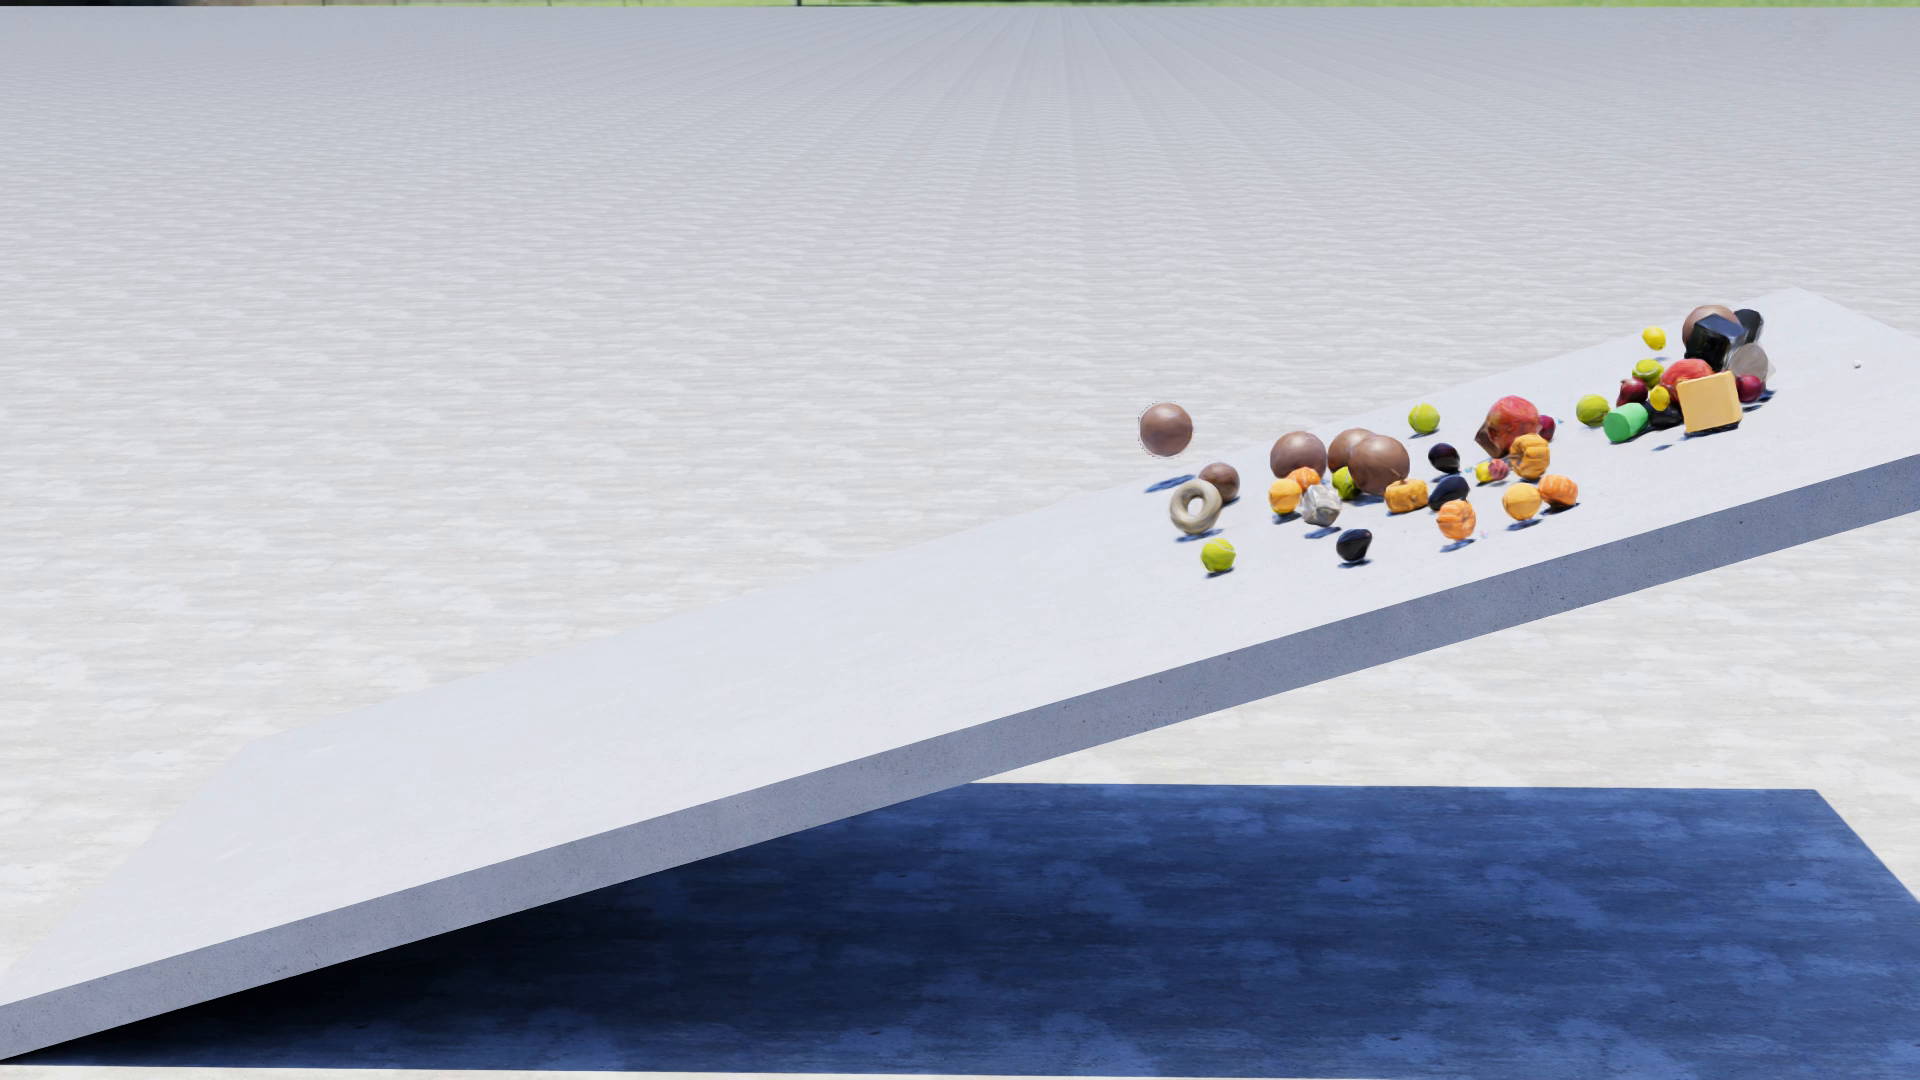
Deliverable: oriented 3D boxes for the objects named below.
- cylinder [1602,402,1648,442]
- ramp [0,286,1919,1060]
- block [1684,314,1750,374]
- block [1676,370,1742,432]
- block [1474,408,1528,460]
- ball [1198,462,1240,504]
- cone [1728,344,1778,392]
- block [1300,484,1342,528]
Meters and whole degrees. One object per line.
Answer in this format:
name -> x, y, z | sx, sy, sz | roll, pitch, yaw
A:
cylinder -> 1.362, -0.241, 6.015 | 0.066, 0.066, 0.066 | -25, 25, -38
ramp -> 0.094, 0.185, 6.316 | 4.000, 0.100, 2.000 | -16, 10, 5
block -> 1.611, -0.417, 6.267 | 0.087, 0.087, 0.087 | 31, 35, 30
block -> 1.492, -0.276, 5.855 | 0.097, 0.097, 0.097 | -13, 2, 24
block -> 1.139, -0.223, 6.193 | 0.067, 0.067, 0.067 | -27, 65, -37
ball -> 0.583, -0.128, 6.624 | 0.097, 0.097, 0.097 | 0, 11, 0
cone -> 1.642, -0.349, 6.013 | 0.097, 0.097, 0.097 | 4, 6, -38
block -> 0.738, -0.070, 6.014 | 0.058, 0.058, 0.058 | 10, 48, -19
